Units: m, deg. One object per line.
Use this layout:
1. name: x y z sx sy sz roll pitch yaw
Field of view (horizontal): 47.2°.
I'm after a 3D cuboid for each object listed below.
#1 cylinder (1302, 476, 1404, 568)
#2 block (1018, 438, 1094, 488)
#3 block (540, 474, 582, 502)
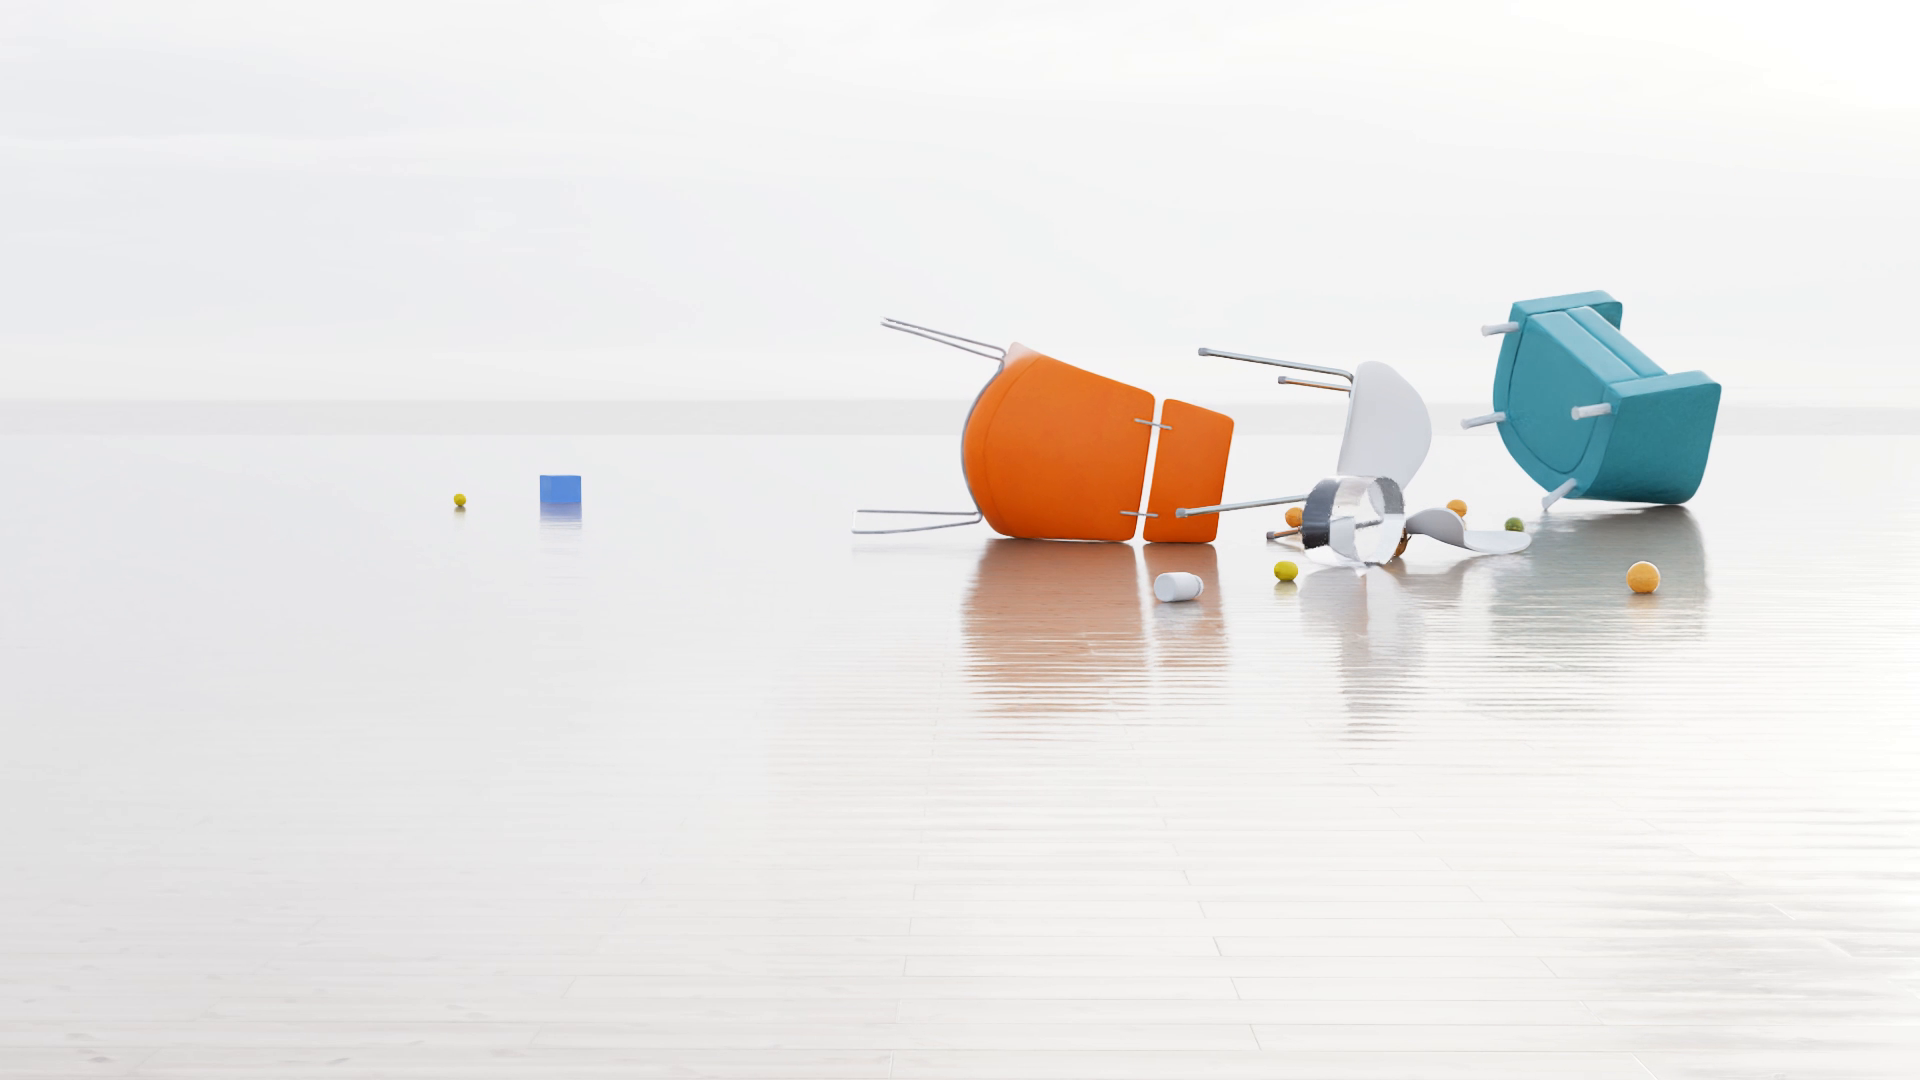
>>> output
1. cylinder: 0.997 -0.048 5.573 0.151 0.219 0.260 3 33 41
2. block: 0.445 -0.363 10.228 0.284 0.220 0.238 -2 4 -23
3. block: -1.594 -0.206 8.774 0.123 0.105 0.157 -2 4 -28
